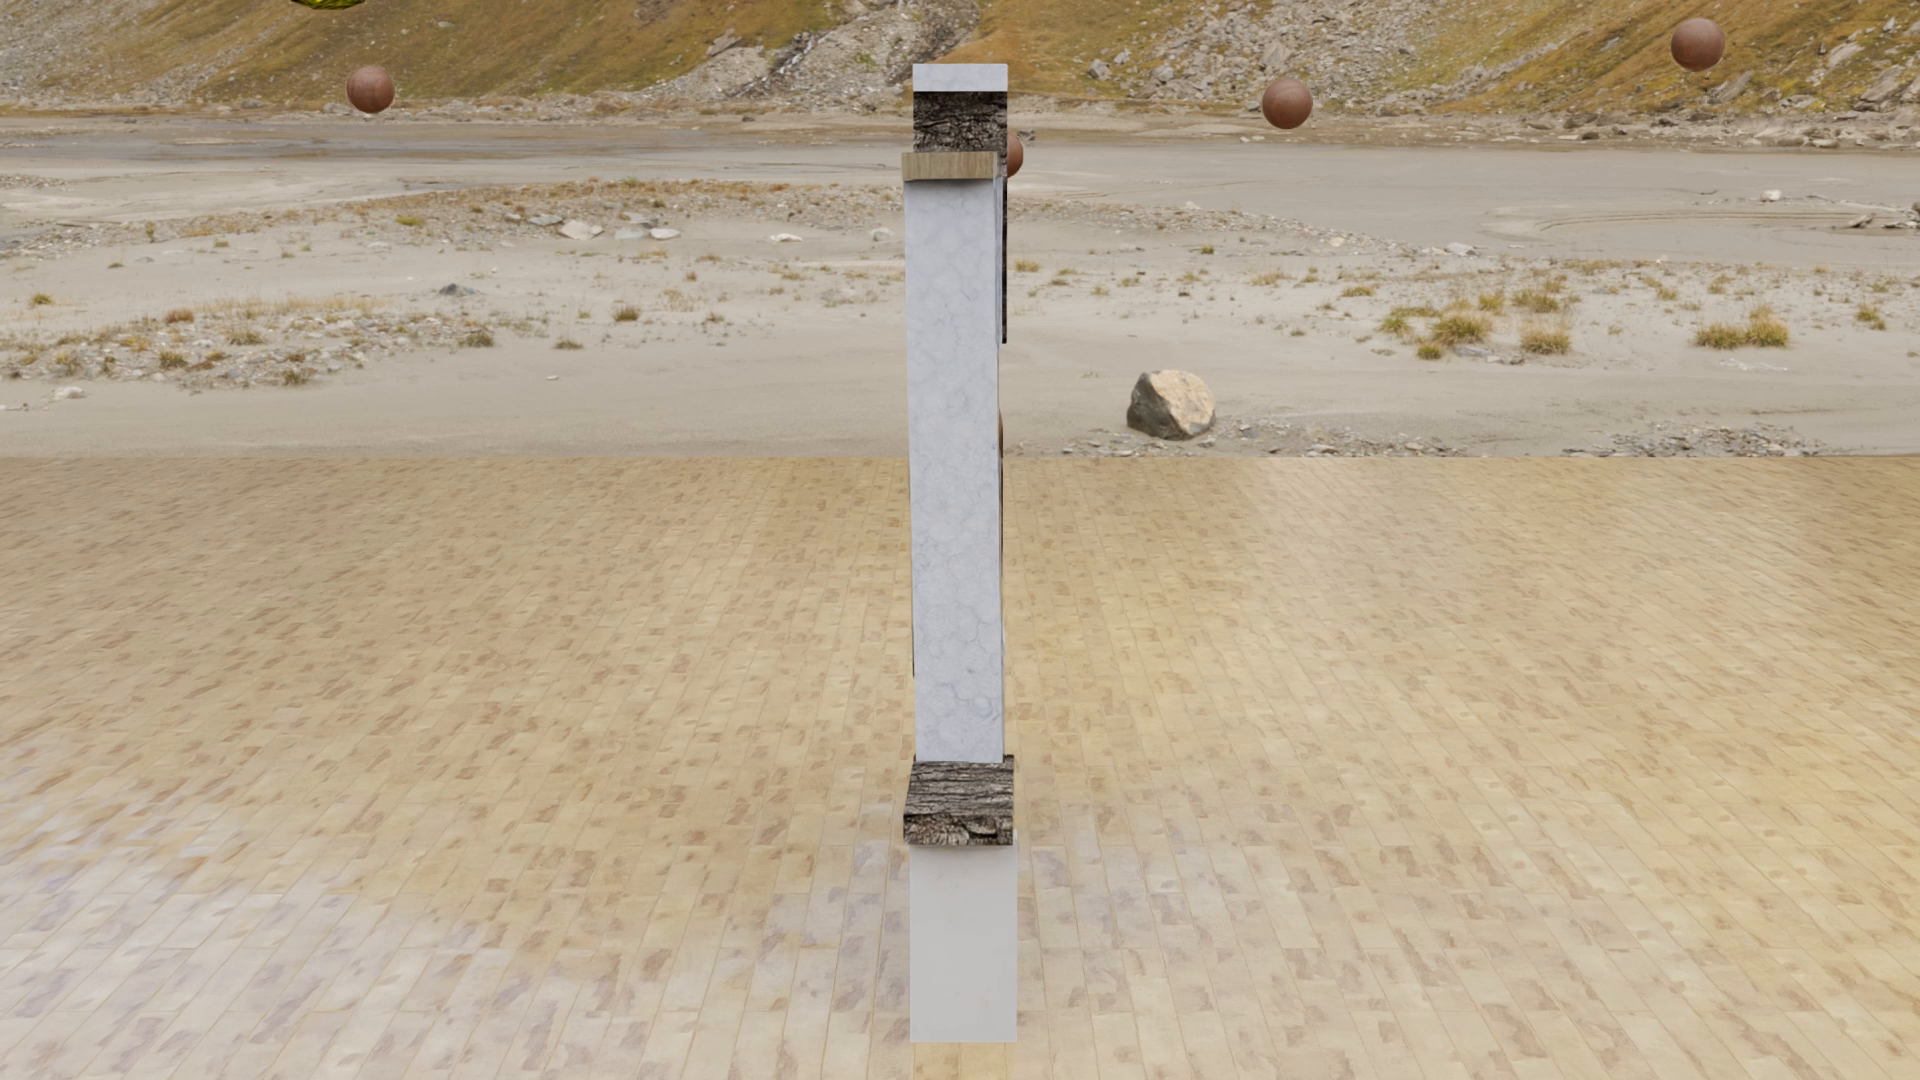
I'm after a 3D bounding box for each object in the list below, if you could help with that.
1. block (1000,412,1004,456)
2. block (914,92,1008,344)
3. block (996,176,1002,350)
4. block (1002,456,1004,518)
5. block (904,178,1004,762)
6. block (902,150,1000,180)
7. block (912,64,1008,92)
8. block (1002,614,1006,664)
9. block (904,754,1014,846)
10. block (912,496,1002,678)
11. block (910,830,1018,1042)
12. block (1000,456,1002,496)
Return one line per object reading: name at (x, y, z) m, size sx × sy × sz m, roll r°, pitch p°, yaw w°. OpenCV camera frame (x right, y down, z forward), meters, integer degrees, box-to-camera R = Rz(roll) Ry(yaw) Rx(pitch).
block at (0.002, -0.181, 3.712) m, size 0.139 × 0.040 × 0.279 m, roll 0°, pitch 11°, yaw 0°
block at (0.001, -0.492, 3.362) m, size 0.142 × 0.379 × 0.040 m, roll 0°, pitch 11°, yaw 1°
block at (-0.001, -0.414, 3.282) m, size 0.127 × 0.255 × 0.036 m, roll 0°, pitch 10°, yaw 0°
block at (0.001, -0.007, 3.650) m, size 0.139 × 0.279 × 0.040 m, roll 0°, pitch 11°, yaw 0°
block at (-0.007, -0.093, 3.168) m, size 0.127 × 0.846 × 0.036 m, roll 0°, pitch 10°, yaw 6°
block at (-0.010, -0.542, 3.174) m, size 0.127 × 0.036 × 0.255 m, roll 0°, pitch 10°, yaw 3°
block at (0.002, -0.715, 3.416) m, size 0.142 × 0.040 × 0.283 m, roll 0°, pitch 11°, yaw 0°
block at (0.003, 0.173, 4.083) m, size 0.156 × 0.044 × 0.312 m, roll 0°, pitch 11°, yaw 0°
block at (0.002, 0.367, 3.130) m, size 0.148 × 0.042 × 0.297 m, roll 0°, pitch 11°, yaw 2°
block at (-0.004, 0.067, 3.378) m, size 0.137 × 0.289 × 0.039 m, roll 0°, pitch 10°, yaw 0°
block at (0.005, 0.552, 3.063) m, size 0.148 × 0.297 × 0.042 m, roll 0°, pitch 11°, yaw 0°
block at (-0.004, -0.111, 3.438) m, size 0.137 × 0.039 × 0.274 m, roll 0°, pitch 11°, yaw 0°
